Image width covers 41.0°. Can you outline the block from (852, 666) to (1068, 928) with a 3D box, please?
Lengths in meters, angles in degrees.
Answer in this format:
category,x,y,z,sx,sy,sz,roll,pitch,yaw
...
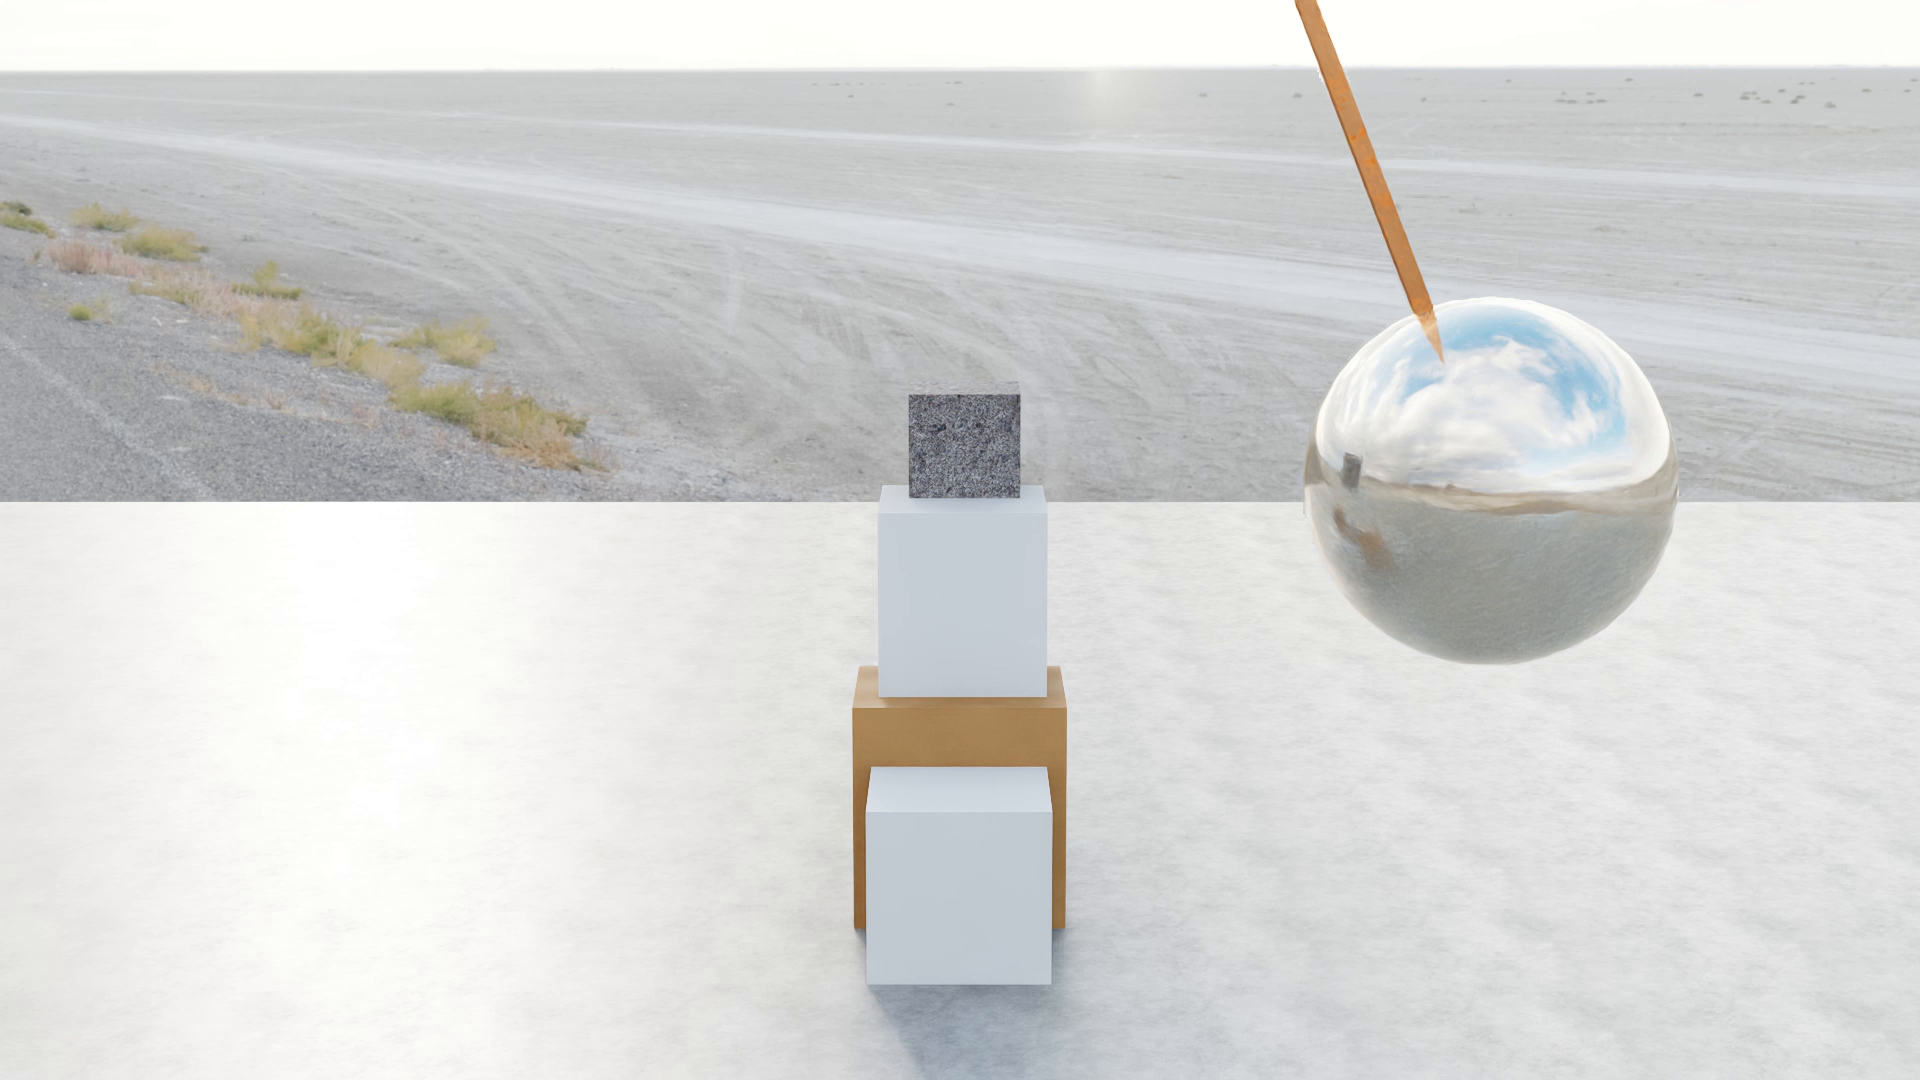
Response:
category,x,y,z,sx,sy,sz,roll,pitch,yaw
block,-0.001,1.084,10.962,0.881,0.945,0.755,0,10,0

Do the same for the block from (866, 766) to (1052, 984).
category,x,y,z,sx,sy,sz,roll,pitch,yaw
block,-0.004,1.334,10.279,0.720,0.698,0.658,0,10,0

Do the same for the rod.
category,x,y,z,sx,sy,sz,roll,pitch,yaw
rod,0.994,-3.343,10.573,0.080,5.200,0.080,-22,10,4

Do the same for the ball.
category,x,y,z,sx,sy,sz,roll,pitch,yaw
ball,2.295,-0.252,11.134,1.600,1.600,1.600,0,10,0

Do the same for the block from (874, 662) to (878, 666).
category,x,y,z,sx,sy,sz,roll,pitch,yaw
block,-0.007,1.028,11.781,0.793,0.763,0.858,0,10,0

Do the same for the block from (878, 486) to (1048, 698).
category,x,y,z,sx,sy,sz,roll,pitch,yaw
block,0.011,0.207,10.969,0.701,0.778,0.724,0,10,0

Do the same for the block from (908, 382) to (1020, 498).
category,x,y,z,sx,sy,sz,roll,pitch,yaw
block,0.020,-0.438,11.101,0.474,0.444,0.467,0,10,0
